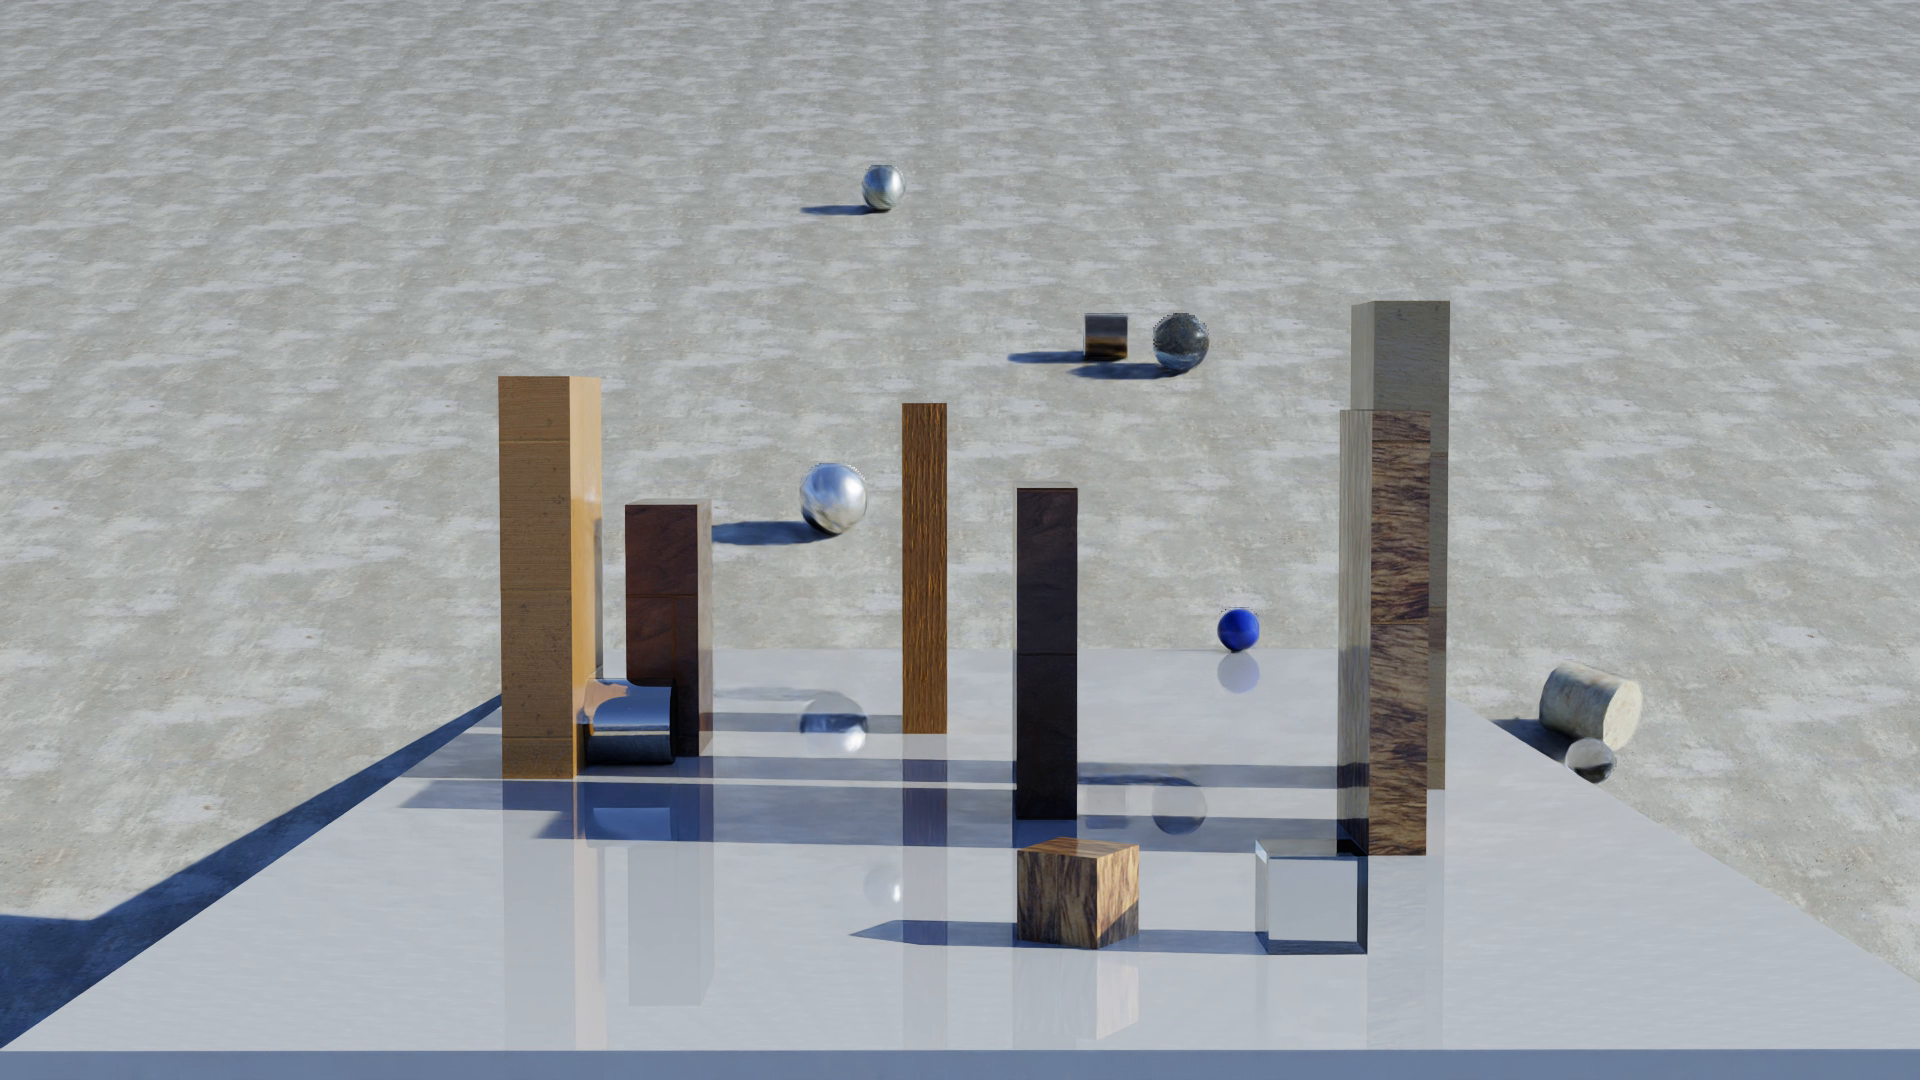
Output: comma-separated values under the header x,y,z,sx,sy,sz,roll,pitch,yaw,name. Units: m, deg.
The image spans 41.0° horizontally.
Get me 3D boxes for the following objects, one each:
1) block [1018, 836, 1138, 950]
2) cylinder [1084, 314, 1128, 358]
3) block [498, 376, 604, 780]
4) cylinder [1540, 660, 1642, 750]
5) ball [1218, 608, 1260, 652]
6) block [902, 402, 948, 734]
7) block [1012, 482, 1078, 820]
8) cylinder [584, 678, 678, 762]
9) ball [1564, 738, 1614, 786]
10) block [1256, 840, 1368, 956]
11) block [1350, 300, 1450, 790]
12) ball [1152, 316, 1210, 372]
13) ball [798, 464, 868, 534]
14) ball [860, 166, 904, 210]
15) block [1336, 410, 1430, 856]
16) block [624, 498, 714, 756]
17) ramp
x,y,z,sx,sy,sz,roll,pitch,yaw,name
0.141,0.419,3.061,0.107,0.107,0.107,2,4,31,block
0.524,-0.730,9.215,0.150,0.150,0.150,2,21,2,cylinder
-0.710,0.054,4.490,0.119,0.676,0.377,0,3,0,block
1.525,0.401,6.219,0.175,0.175,0.175,19,28,40,cylinder
0.702,0.226,6.466,0.108,0.108,0.108,0,21,0,ball
-0.068,0.048,5.018,0.084,0.629,0.280,0,3,0,block
0.131,0.165,4.034,0.092,0.505,0.290,0,3,0,block
-0.576,0.316,4.509,0.149,0.149,0.149,0,21,0,cylinder
1.472,0.517,6.006,0.113,0.113,0.113,0,21,0,ball
0.411,0.418,3.015,0.114,0.114,0.114,0,3,-1,block
0.732,0.003,4.302,0.121,0.797,0.249,0,3,0,block
0.778,-0.691,9.055,0.198,0.198,0.198,0,21,0,ball
-0.372,-0.120,7.548,0.205,0.205,0.205,0,21,0,ball
-0.340,-1.547,11.306,0.192,0.192,0.192,0,21,0,ball
0.612,0.123,3.731,0.081,0.622,0.301,0,3,0,block
-0.531,0.155,4.708,0.129,0.451,0.266,0,3,0,block
0.049,0.440,4.532,2.000,0.100,4.000,0,3,0,ramp
